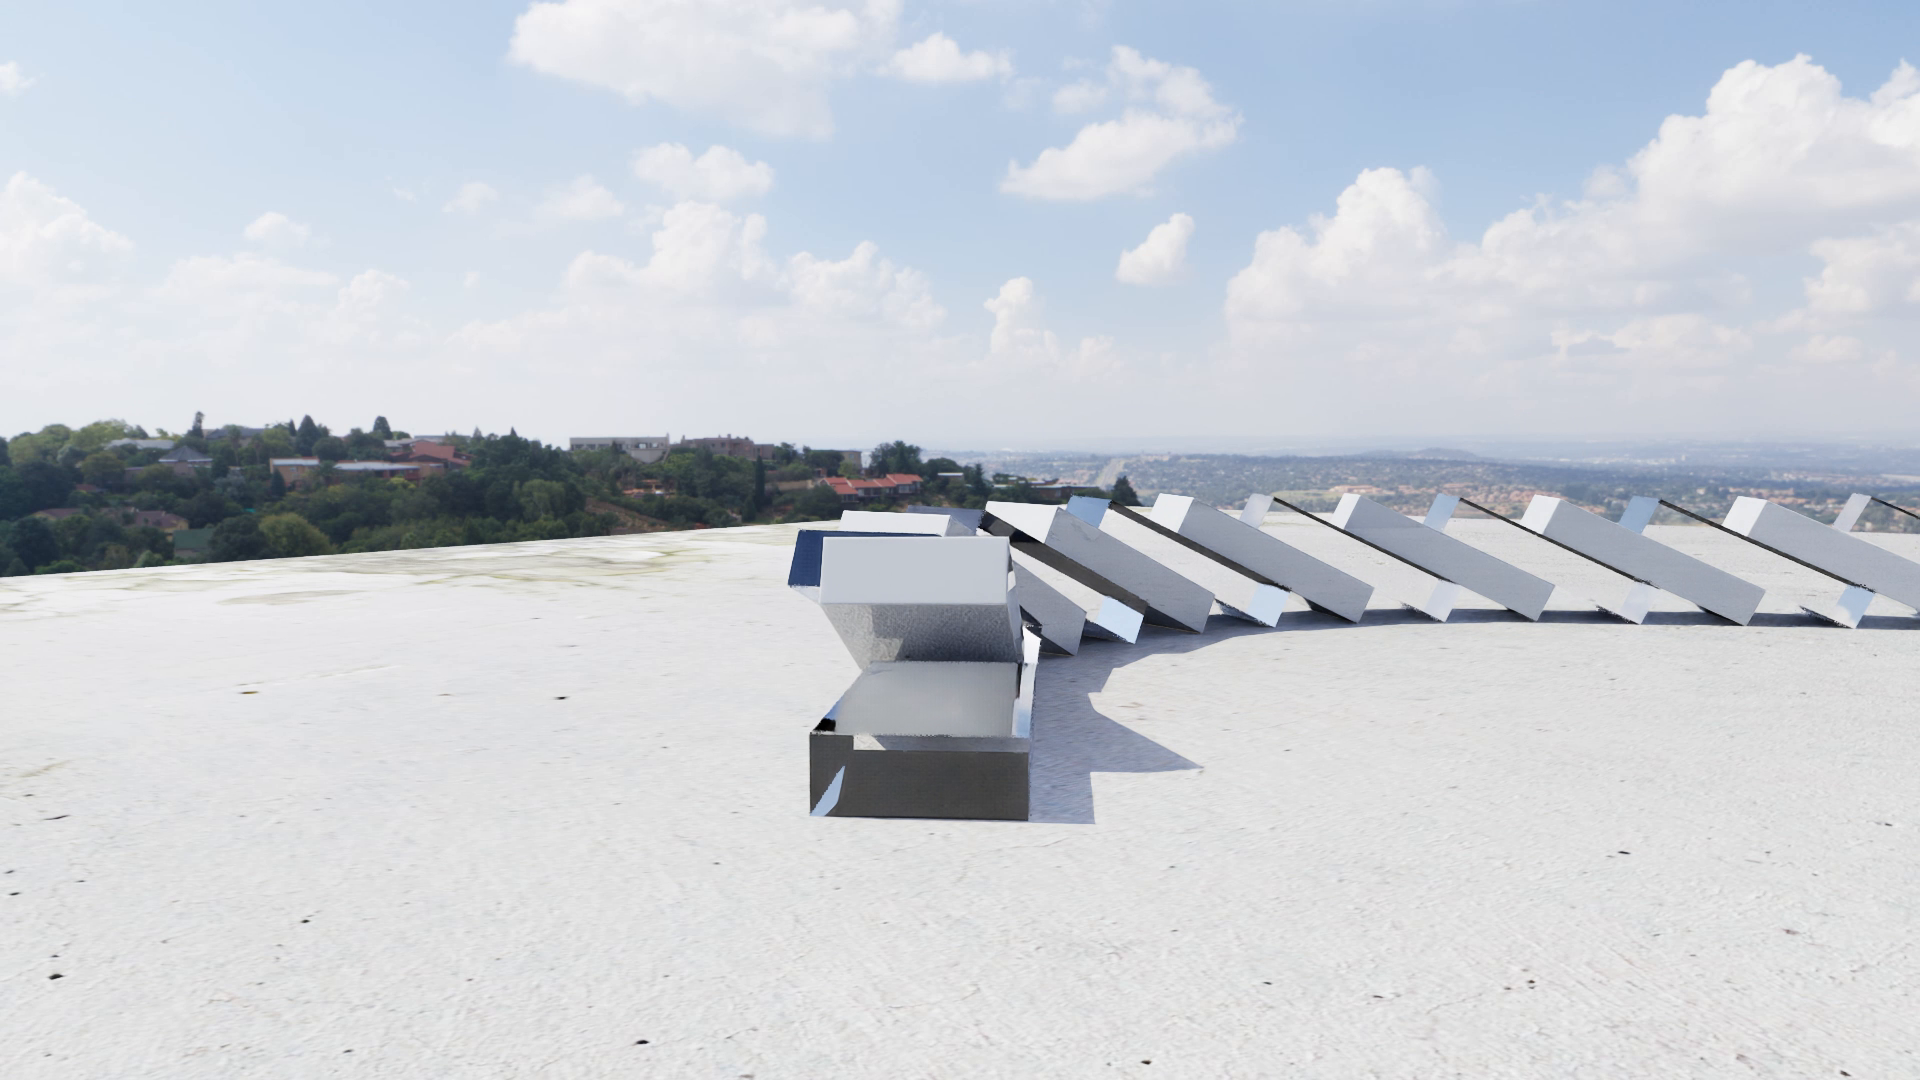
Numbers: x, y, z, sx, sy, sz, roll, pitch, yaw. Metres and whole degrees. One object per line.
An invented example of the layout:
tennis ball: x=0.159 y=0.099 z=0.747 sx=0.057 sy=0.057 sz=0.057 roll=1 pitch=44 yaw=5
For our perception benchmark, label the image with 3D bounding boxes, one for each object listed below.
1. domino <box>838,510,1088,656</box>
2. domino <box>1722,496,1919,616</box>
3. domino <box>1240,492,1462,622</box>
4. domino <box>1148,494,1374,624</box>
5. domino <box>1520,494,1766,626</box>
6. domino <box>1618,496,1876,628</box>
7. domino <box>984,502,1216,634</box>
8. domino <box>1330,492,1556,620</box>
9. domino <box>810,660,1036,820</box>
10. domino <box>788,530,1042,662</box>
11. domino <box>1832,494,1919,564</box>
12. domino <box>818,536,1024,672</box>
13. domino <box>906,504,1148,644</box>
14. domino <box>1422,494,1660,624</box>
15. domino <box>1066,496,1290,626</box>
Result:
domino: x=0.001 y=0.009 z=0.247 sx=0.025 sy=0.009 sz=0.050 roll=3 pitch=-20 yaw=37
domino: x=0.212 y=0.005 z=0.306 sx=0.050 sy=0.009 sz=0.025 roll=27 pitch=12 yaw=14
domino: x=0.095 y=0.004 z=0.318 sx=0.050 sy=0.009 sz=0.025 roll=25 pitch=4 yaw=-1
domino: x=0.072 y=0.004 z=0.312 sx=0.050 sy=0.010 sz=0.025 roll=25 pitch=0 yaw=-10
domino: x=0.166 y=0.004 z=0.314 sx=0.050 sy=0.010 sz=0.025 roll=26 pitch=9 yaw=8
domino: x=0.189 y=0.004 z=0.311 sx=0.050 sy=0.009 sz=0.025 roll=26 pitch=10 yaw=11
domino: x=0.030 y=0.006 z=0.286 sx=0.050 sy=0.009 sz=0.025 roll=27 pitch=-11 yaw=-32
domino: x=0.119 y=0.003 z=0.320 sx=0.050 sy=0.009 sz=0.025 roll=26 pitch=7 yaw=6
domino: x=-0.003 y=0.025 z=0.170 sx=0.025 sy=0.009 sz=0.050 roll=0 pitch=4 yaw=4
domino: x=-0.006 y=0.012 z=0.222 sx=0.025 sy=0.010 sz=0.050 roll=2 pitch=-19 yaw=24
domino: x=0.236 y=0.005 z=0.301 sx=0.050 sy=0.009 sz=0.025 roll=30 pitch=16 yaw=22
domino: x=-0.004 y=0.013 z=0.194 sx=0.025 sy=0.009 sz=0.050 roll=0 pitch=-21 yaw=6
domino: x=0.013 y=0.007 z=0.270 sx=0.050 sy=0.009 sz=0.025 roll=28 pitch=-14 yaw=-36
domino: x=0.142 y=0.004 z=0.317 sx=0.050 sy=0.009 sz=0.025 roll=26 pitch=8 yaw=6
domino: x=0.050 y=0.005 z=0.303 sx=0.050 sy=0.009 sz=0.025 roll=25 pitch=-3 yaw=-16
